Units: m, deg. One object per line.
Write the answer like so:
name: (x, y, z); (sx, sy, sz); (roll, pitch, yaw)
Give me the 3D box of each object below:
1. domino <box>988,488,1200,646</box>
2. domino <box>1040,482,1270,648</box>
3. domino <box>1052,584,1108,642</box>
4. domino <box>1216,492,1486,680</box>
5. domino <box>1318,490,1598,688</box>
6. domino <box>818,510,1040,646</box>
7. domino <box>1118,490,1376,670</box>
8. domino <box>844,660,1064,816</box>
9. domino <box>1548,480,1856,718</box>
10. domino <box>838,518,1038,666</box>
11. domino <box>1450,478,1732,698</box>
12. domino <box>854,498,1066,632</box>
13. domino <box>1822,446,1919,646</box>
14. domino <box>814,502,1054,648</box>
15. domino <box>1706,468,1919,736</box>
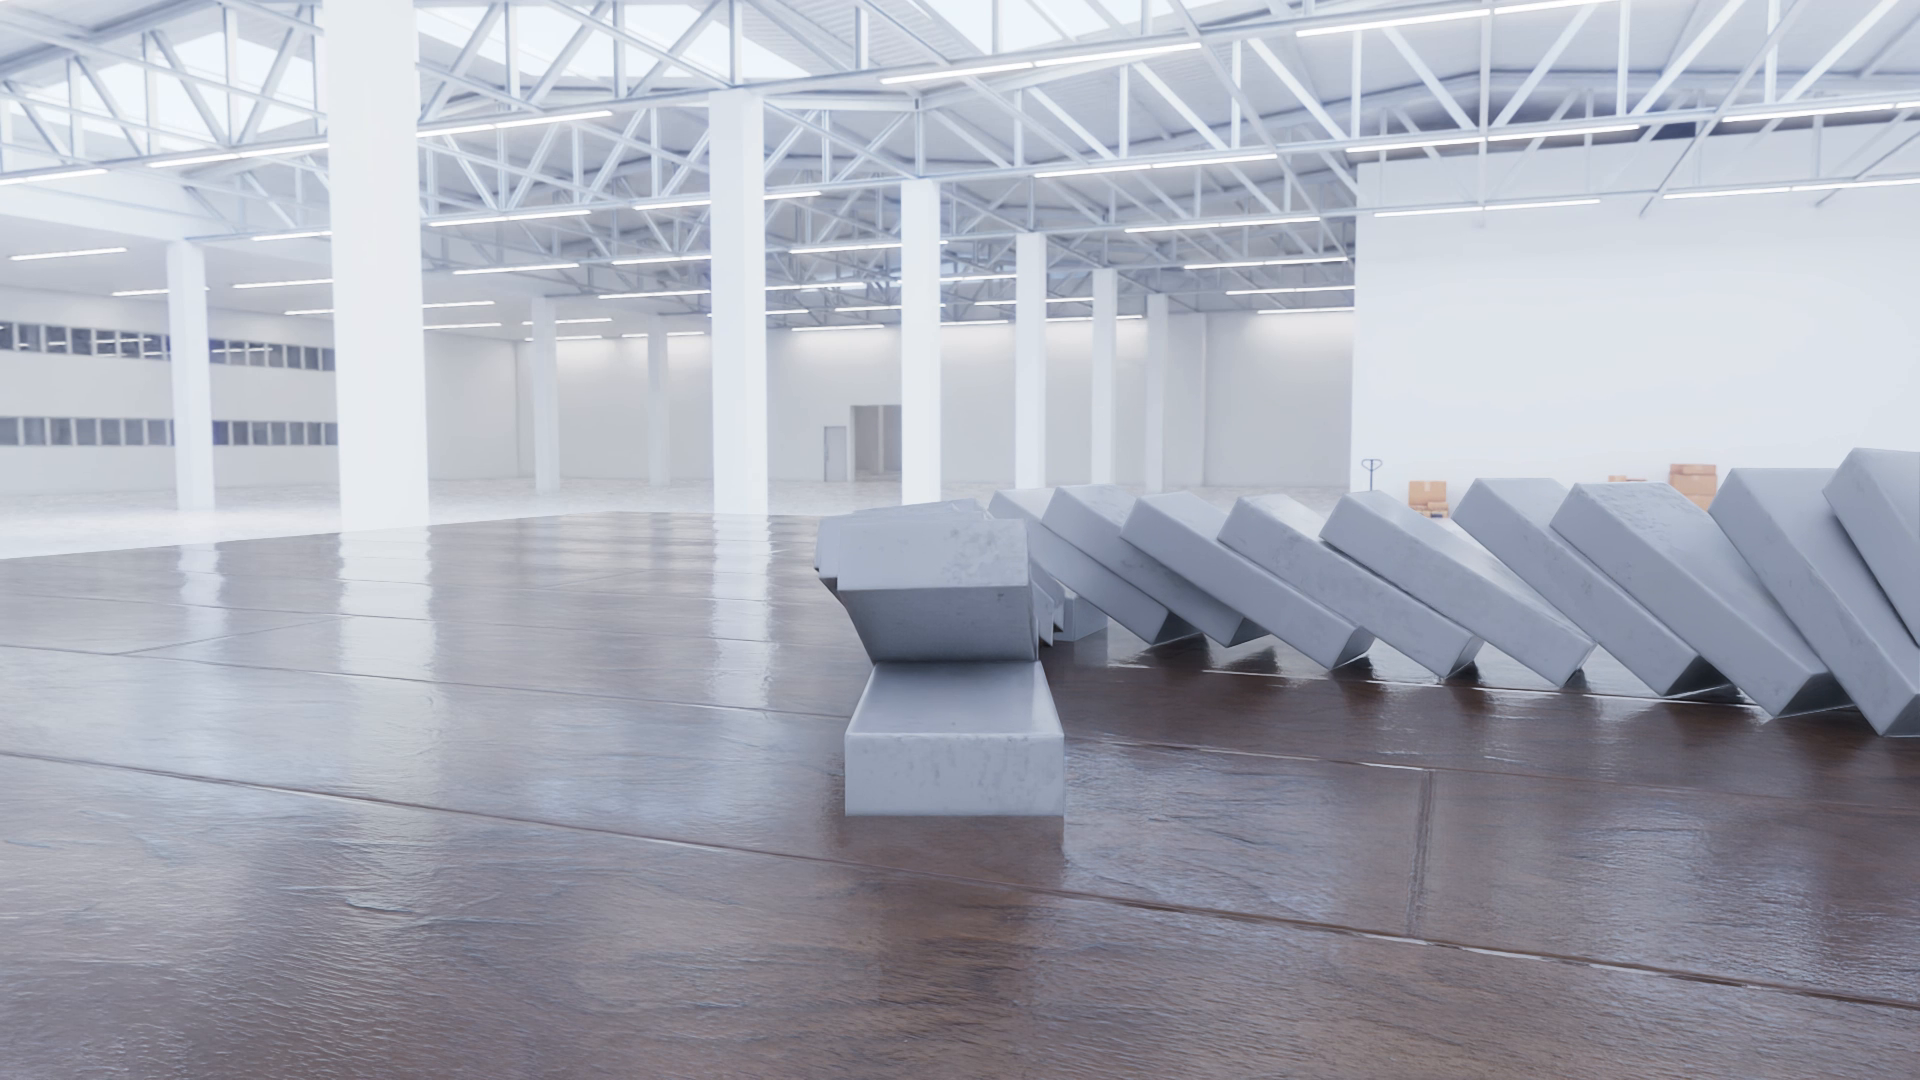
domino: (0.031, 0.005, 0.290); (0.050, 0.010, 0.025); (35, 22, 29)
domino: (0.044, 0.004, 0.278); (0.050, 0.010, 0.025); (35, 22, 28)
domino: (0.007, 0.016, 0.298); (0.050, 0.010, 0.025); (2, 5, 23)
domino: (0.078, 0.008, 0.252); (0.050, 0.009, 0.025); (35, 21, 26)
domino: (0.095, 0.008, 0.243); (0.050, 0.010, 0.025); (36, 22, 26)
domino: (-0.003, 0.010, 0.214); (0.025, 0.010, 0.050); (-3, -23, 13)
domino: (0.060, 0.007, 0.260); (0.050, 0.009, 0.025); (34, 22, 26)
domino: (0.000, 0.025, 0.171); (0.025, 0.009, 0.050); (0, 4, 1)
domino: (0.129, 0.008, 0.219); (0.025, 0.009, 0.050); (-2, 39, -27)
domino: (-0.002, 0.012, 0.192); (0.025, 0.010, 0.050); (-2, -23, 4)
domino: (0.117, 0.007, 0.234); (0.025, 0.009, 0.050); (-2, 38, -34)
domino: (0.001, 0.007, 0.257); (0.025, 0.009, 0.050); (-5, -24, 23)
domino: (0.152, 0.007, 0.189); (0.025, 0.009, 0.050); (4, 46, -2)
domino: (-0.003, 0.008, 0.236); (0.025, 0.010, 0.050); (-6, -24, 23)
domino: (0.144, 0.008, 0.203); (0.025, 0.009, 0.050); (0, 42, -6)
